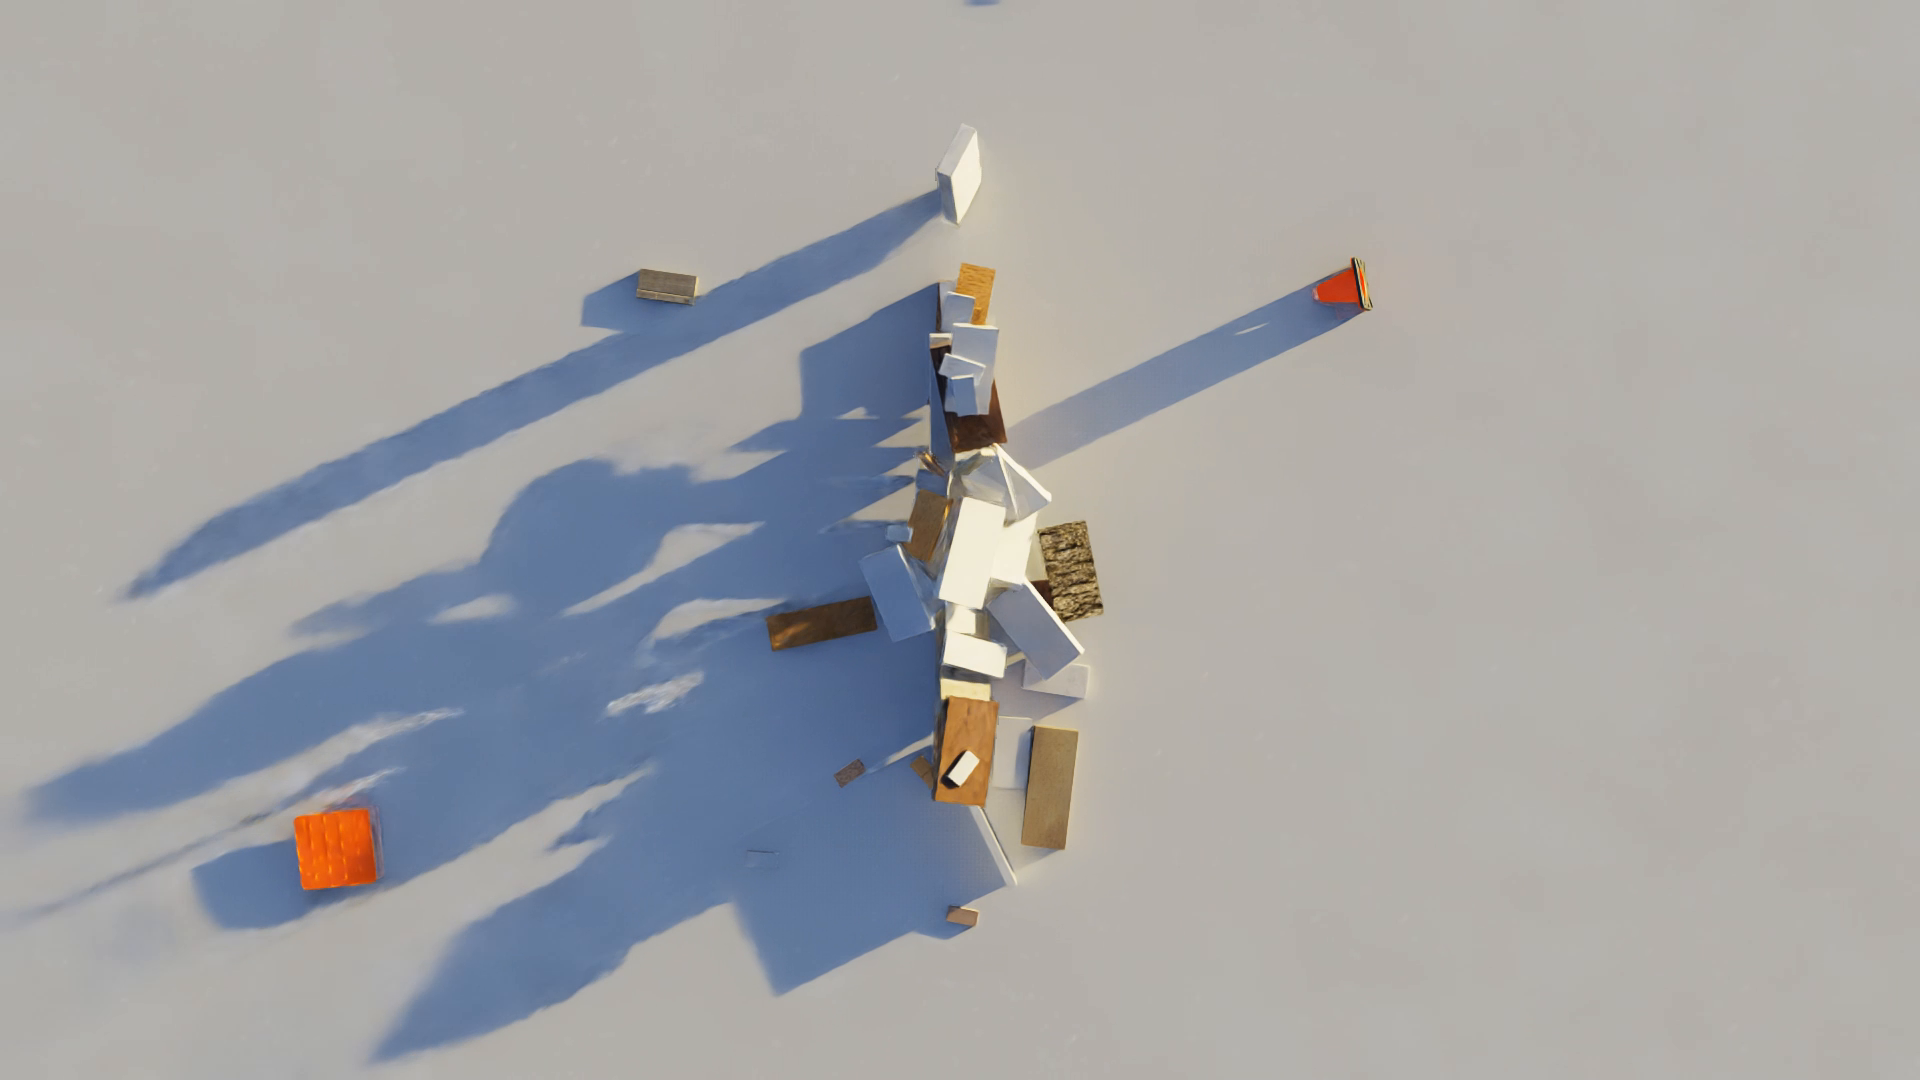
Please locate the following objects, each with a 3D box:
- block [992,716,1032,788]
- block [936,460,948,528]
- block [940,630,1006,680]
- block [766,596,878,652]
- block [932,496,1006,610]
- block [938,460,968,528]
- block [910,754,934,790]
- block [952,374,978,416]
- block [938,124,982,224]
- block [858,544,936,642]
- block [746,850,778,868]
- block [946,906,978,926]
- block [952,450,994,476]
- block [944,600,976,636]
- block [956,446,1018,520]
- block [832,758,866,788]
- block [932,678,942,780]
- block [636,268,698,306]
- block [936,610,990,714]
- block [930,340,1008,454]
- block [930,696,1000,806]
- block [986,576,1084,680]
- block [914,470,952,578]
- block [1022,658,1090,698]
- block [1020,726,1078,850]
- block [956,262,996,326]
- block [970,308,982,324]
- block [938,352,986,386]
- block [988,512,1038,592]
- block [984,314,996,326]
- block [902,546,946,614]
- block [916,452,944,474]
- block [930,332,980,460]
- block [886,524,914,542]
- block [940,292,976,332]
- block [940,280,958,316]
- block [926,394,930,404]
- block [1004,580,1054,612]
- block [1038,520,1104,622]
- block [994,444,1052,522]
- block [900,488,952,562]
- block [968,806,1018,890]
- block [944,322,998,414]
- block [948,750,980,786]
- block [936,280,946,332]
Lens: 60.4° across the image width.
[{"bbox_3d":[0.172,0.705,5.484,0.115,0.033,0.230,4,90,0],"label":"block"},{"bbox_3d":[-0.009,-0.188,5.441,0.145,0.041,0.290,-3,105,-1],"label":"block"},{"bbox_3d":[0.045,0.376,5.376,0.213,0.030,0.107,17,69,-19],"label":"block"},{"bbox_3d":[-0.460,0.277,5.484,0.354,0.033,0.115,-12,90,0],"label":"block"},{"bbox_3d":[0.031,0.040,5.246,0.157,0.044,0.332,15,87,-25],"label":"block"},{"bbox_3d":[-0.017,-0.190,5.405,0.090,0.025,0.296,-10,105,0],"label":"block"},{"bbox_3d":[-0.113,0.772,5.493,0.053,0.015,0.105,-43,90,0],"label":"block"},{"bbox_3d":[0.016,-0.449,5.127,0.065,0.018,0.131,-7,121,3],"label":"block"},{"bbox_3d":[0.001,-1.172,5.308,0.050,0.355,0.177,24,79,9],"label":"block"},{"bbox_3d":[-0.201,0.170,5.274,0.145,0.041,0.291,-19,100,21],"label":"block"},{"bbox_3d":[-0.661,1.064,5.493,0.101,0.014,0.050,4,90,0],"label":"block"},{"bbox_3d":[0.007,1.252,5.493,0.101,0.014,0.050,11,90,0],"label":"block"},{"bbox_3d":[0.041,-0.240,5.148,0.131,0.065,0.018,-36,74,35],"label":"block"},{"bbox_3d":[0.001,0.220,5.420,0.094,0.027,0.187,8,66,-15],"label":"block"},{"bbox_3d":[0.088,-0.173,5.297,0.138,0.039,0.275,-9,131,12],"label":"block"},{"bbox_3d":[-0.367,0.776,5.493,0.101,0.014,0.050,-34,90,0],"label":"block"},{"bbox_3d":[0.001,0.619,5.395,0.168,0.048,0.337,7,70,-17],"label":"block"},{"bbox_3d":[-0.974,-0.841,5.487,0.190,0.027,0.095,8,90,0],"label":"block"},{"bbox_3d":[0.010,0.406,5.407,0.168,0.048,0.337,5,73,-16],"label":"block"},{"bbox_3d":[0.027,-0.461,5.215,0.177,0.050,0.355,-12,112,0],"label":"block"},{"bbox_3d":[0.017,0.678,5.304,0.168,0.048,0.337,10,84,-17],"label":"block"},{"bbox_3d":[0.247,0.292,5.426,0.157,0.044,0.314,-40,87,19],"label":"block"},{"bbox_3d":[-0.098,-0.034,5.346,0.107,0.030,0.384,3,84,12],"label":"block"},{"bbox_3d":[0.320,0.458,5.485,0.213,0.030,0.107,9,90,0],"label":"block"},{"bbox_3d":[0.298,0.822,5.479,0.145,0.041,0.394,7,90,0],"label":"block"},{"bbox_3d":[0.037,-0.768,5.305,0.113,0.032,0.227,11,87,-1],"label":"block"},{"bbox_3d":[0.010,-0.657,5.271,0.090,0.025,0.179,9,108,0],"label":"block"},{"bbox_3d":[0.005,-0.528,5.107,0.131,0.018,0.065,16,110,-11],"label":"block"},{"bbox_3d":[0.155,0.020,5.403,0.145,0.041,0.291,14,57,0],"label":"block"},{"bbox_3d":[0.022,-0.595,5.334,0.145,0.041,0.290,9,87,-2],"label":"block"},{"bbox_3d":[-0.150,0.139,5.297,0.230,0.033,0.115,45,108,-1],"label":"block"},{"bbox_3d":[-0.096,-0.247,5.294,0.096,0.048,0.014,47,66,-33],"label":"block"},{"bbox_3d":[-0.007,-0.457,5.268,0.177,0.050,0.409,-1,112,-5],"label":"block"},{"bbox_3d":[-0.194,-0.020,5.310,0.096,0.014,0.048,7,81,39],"label":"block"},{"bbox_3d":[-0.012,-0.690,5.234,0.090,0.025,0.179,11,109,-1],"label":"block"},{"bbox_3d":[-0.006,-0.742,5.452,0.113,0.032,0.227,-3,90,0],"label":"block"},{"bbox_3d":[-0.063,-0.520,5.273,0.048,0.014,0.189,10,111,-9],"label":"block"},{"bbox_3d":[0.258,0.188,5.485,0.213,0.030,0.107,-5,90,0],"label":"block"},{"bbox_3d":[0.366,0.106,5.433,0.157,0.044,0.314,-12,96,0],"label":"block"},{"bbox_3d":[0.154,-0.182,5.338,0.138,0.039,0.275,-32,123,28],"label":"block"},{"bbox_3d":[-0.111,-0.048,5.305,0.107,0.030,0.213,22,94,21],"label":"block"},{"bbox_3d":[0.058,0.902,5.447,0.030,0.107,0.534,-26,90,0],"label":"block"},{"bbox_3d":[0.035,-0.532,5.139,0.138,0.039,0.275,4,112,-7],"label":"block"},{"bbox_3d":[0.011,0.728,5.266,0.053,0.015,0.105,40,76,-11],"label":"block"},{"bbox_3d":[-0.025,-0.689,5.484,0.113,0.032,0.341,4,90,0],"label":"block"}]
